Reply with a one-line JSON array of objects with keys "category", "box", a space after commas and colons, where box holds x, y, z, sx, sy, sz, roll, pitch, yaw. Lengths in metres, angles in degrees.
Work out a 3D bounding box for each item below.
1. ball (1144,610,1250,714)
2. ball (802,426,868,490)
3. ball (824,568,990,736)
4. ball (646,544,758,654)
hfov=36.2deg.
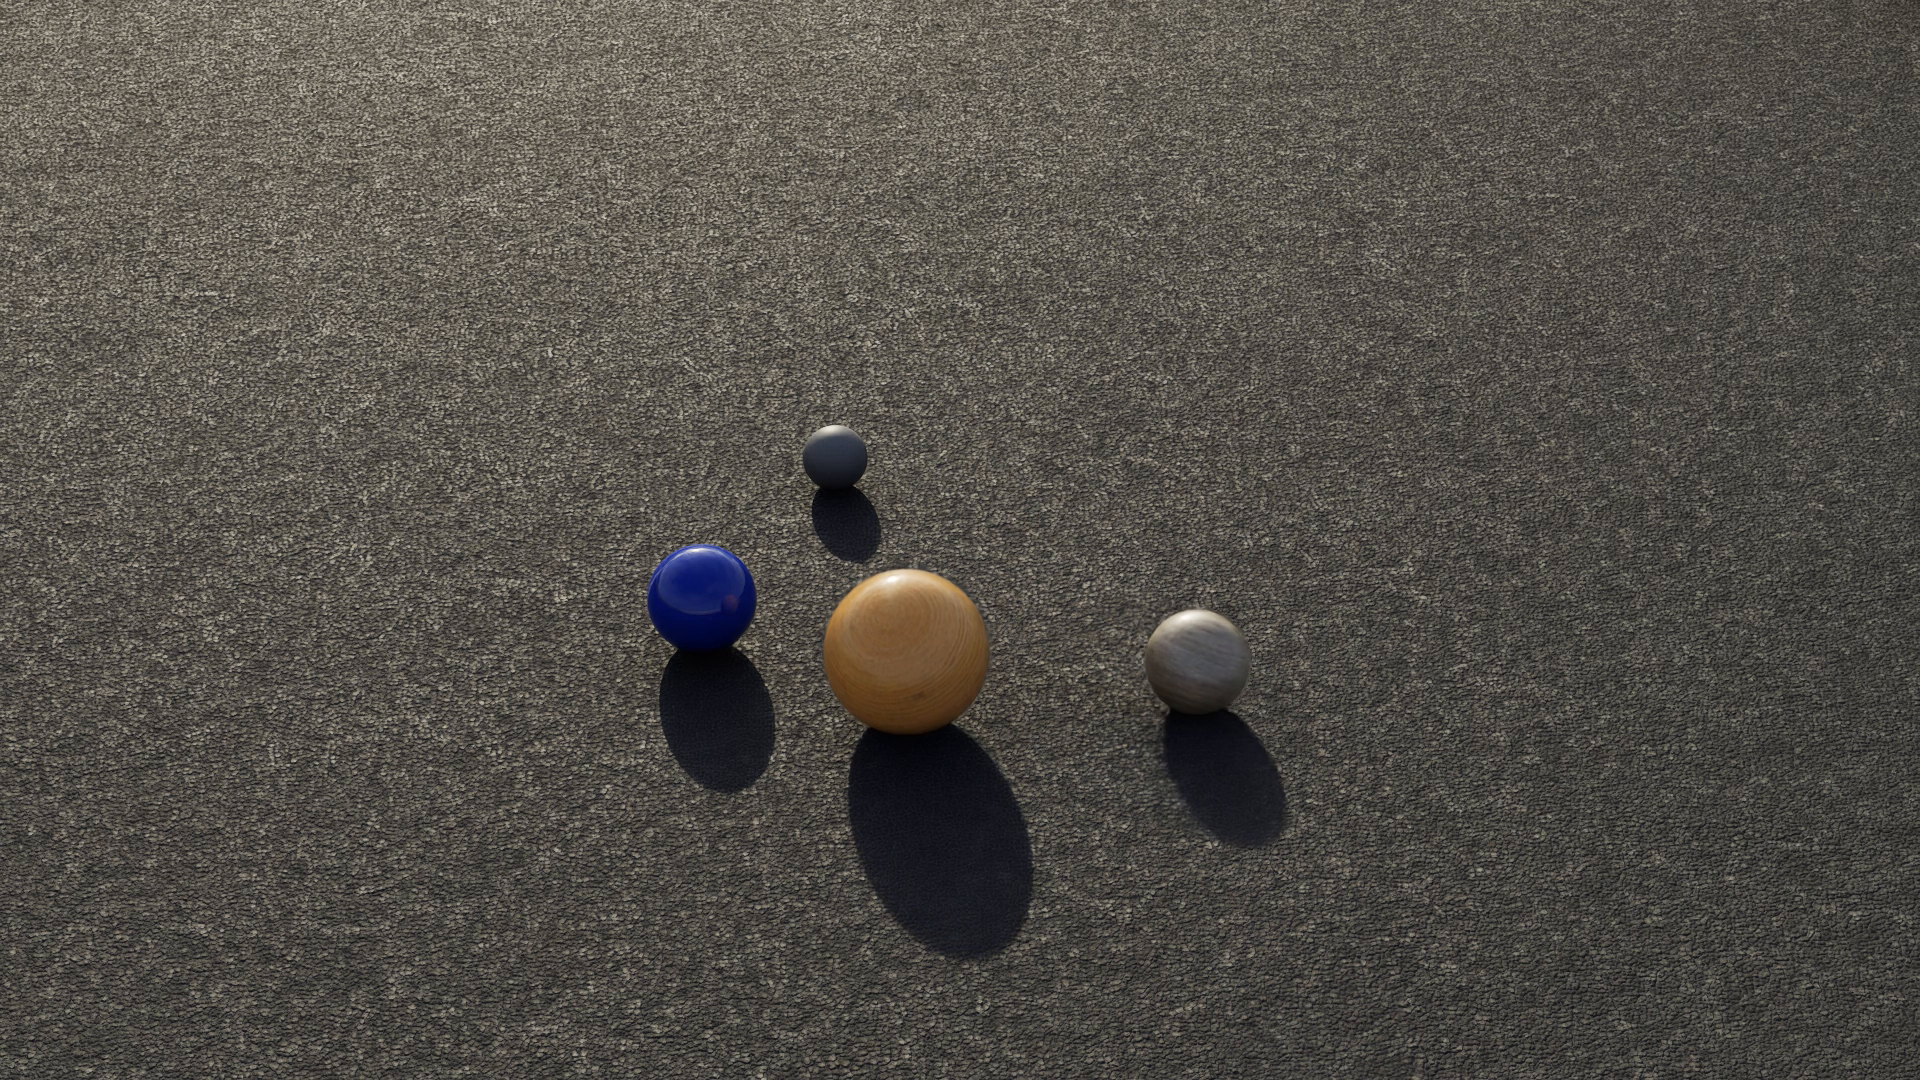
[{"category": "ball", "box": [0.130, 0.067, 1.609, 0.058, 0.058, 0.058, 0, 30, 0]}, {"category": "ball", "box": [-0.078, -0.051, 1.832, 0.041, 0.041, 0.041, 0, 30, 0]}, {"category": "ball", "box": [-0.029, 0.060, 1.588, 0.090, 0.090, 0.090, 0, 30, 0]}, {"category": "ball", "box": [-0.146, 0.033, 1.663, 0.062, 0.062, 0.062, 0, 30, 0]}]
